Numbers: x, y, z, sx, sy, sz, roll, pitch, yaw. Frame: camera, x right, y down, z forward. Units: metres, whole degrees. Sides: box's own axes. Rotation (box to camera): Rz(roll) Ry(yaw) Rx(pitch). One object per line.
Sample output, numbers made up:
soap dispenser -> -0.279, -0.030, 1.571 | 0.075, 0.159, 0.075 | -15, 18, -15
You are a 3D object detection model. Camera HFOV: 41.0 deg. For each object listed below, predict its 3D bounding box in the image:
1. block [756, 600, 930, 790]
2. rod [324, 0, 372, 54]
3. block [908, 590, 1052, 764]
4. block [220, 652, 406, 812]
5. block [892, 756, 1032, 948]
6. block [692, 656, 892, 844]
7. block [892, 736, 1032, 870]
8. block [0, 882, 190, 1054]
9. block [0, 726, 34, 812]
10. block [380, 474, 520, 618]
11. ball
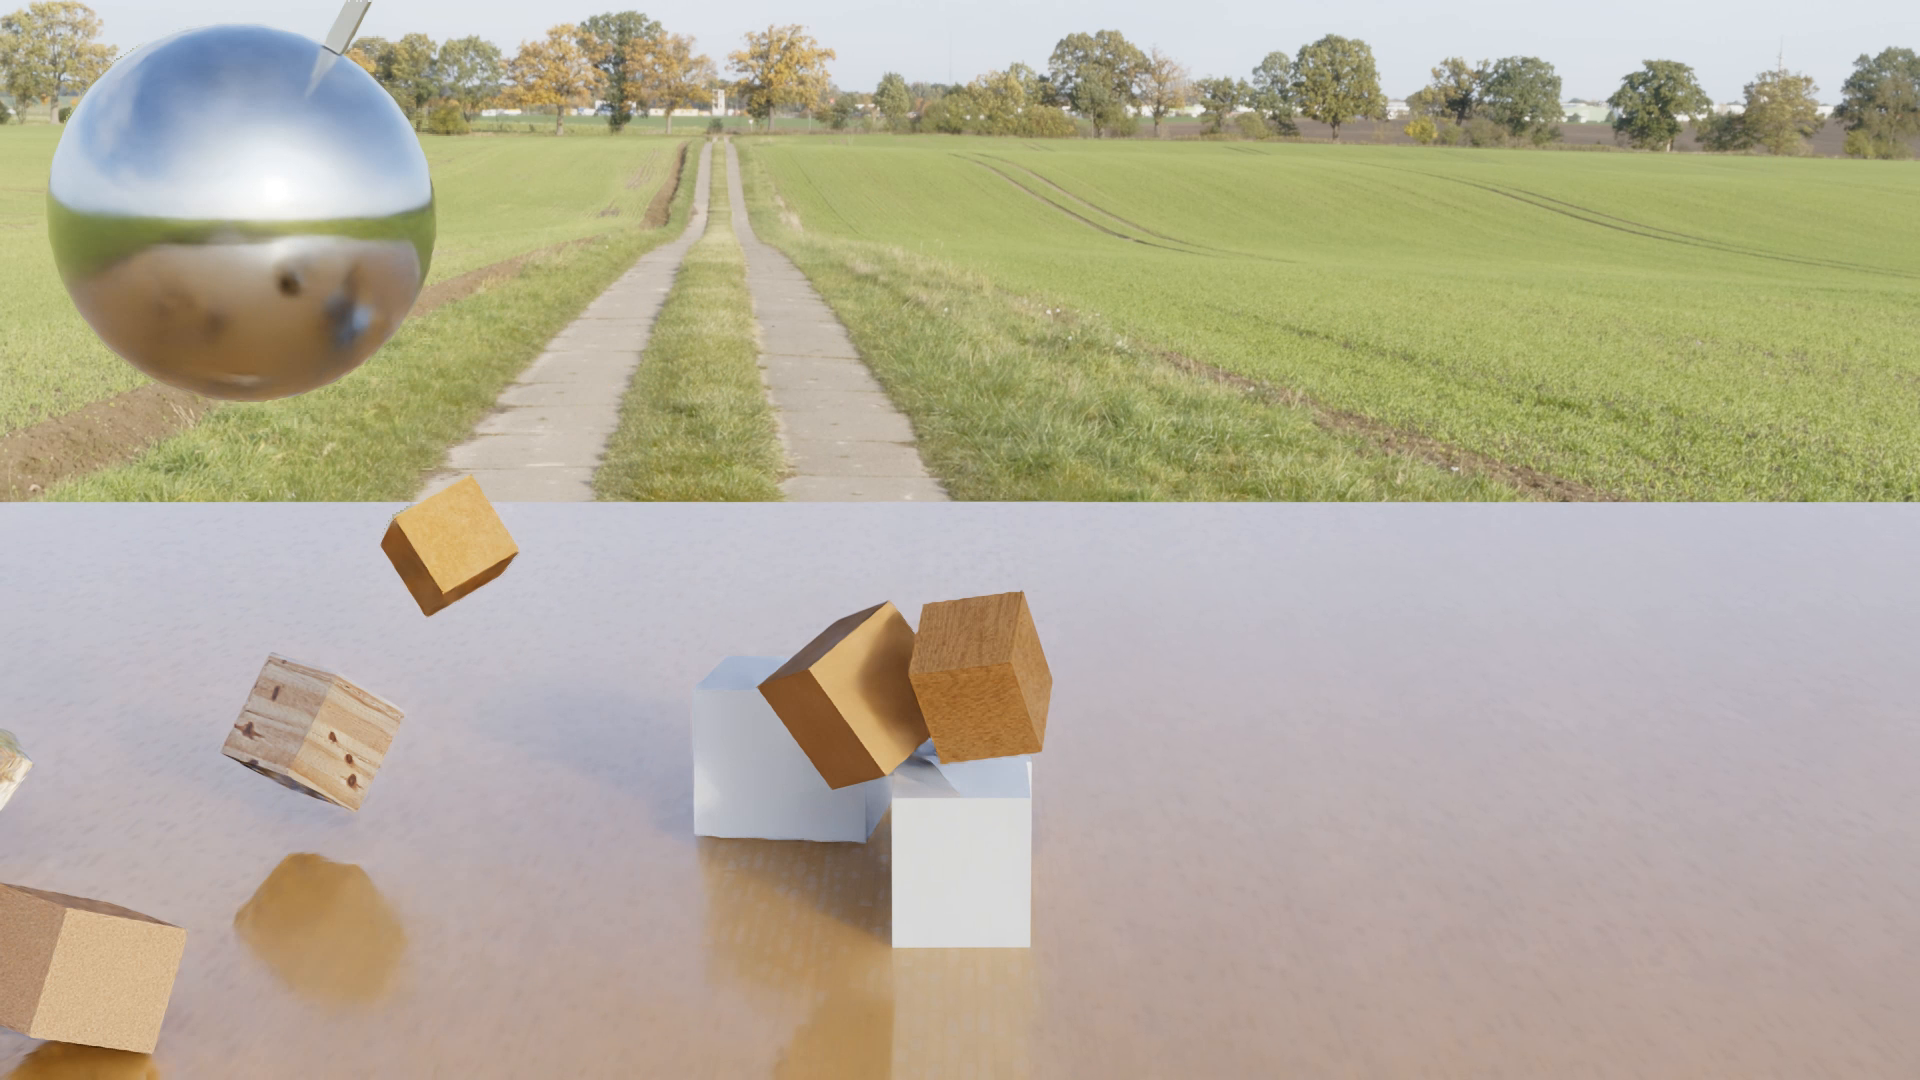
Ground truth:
block -> -0.426, 0.671, 11.027 | 0.505, 0.561, 0.513 | -40, 9, -30
rod -> -1.319, -4.270, 10.404 | 0.080, 5.200, 0.080 | 30, 9, -5
block -> 0.091, 0.567, 10.594 | 0.432, 0.496, 0.448 | -8, 37, 15
block -> -3.010, 0.894, 11.949 | 0.517, 0.519, 0.460 | 11, -20, 39
block -> 0.004, 1.290, 10.713 | 0.562, 0.628, 0.660 | 0, 10, 0
block -> -0.784, 0.983, 12.203 | 0.810, 0.701, 0.722 | 1, 10, 8
block -> 0.009, 1.188, 11.365 | 0.596, 0.597, 0.635 | 0, 10, 0
block -> -3.219, 1.546, 9.292 | 0.527, 0.456, 0.514 | 7, -11, 40
block -> -4.627, 1.066, 11.684 | 0.471, 0.548, 0.586 | 37, -9, -28
block -> -1.938, 0.027, 9.726 | 0.335, 0.337, 0.407 | -32, -2, -25
ball -> -3.045, -1.387, 10.928 | 1.600, 1.600, 1.600 | 0, 10, 0
